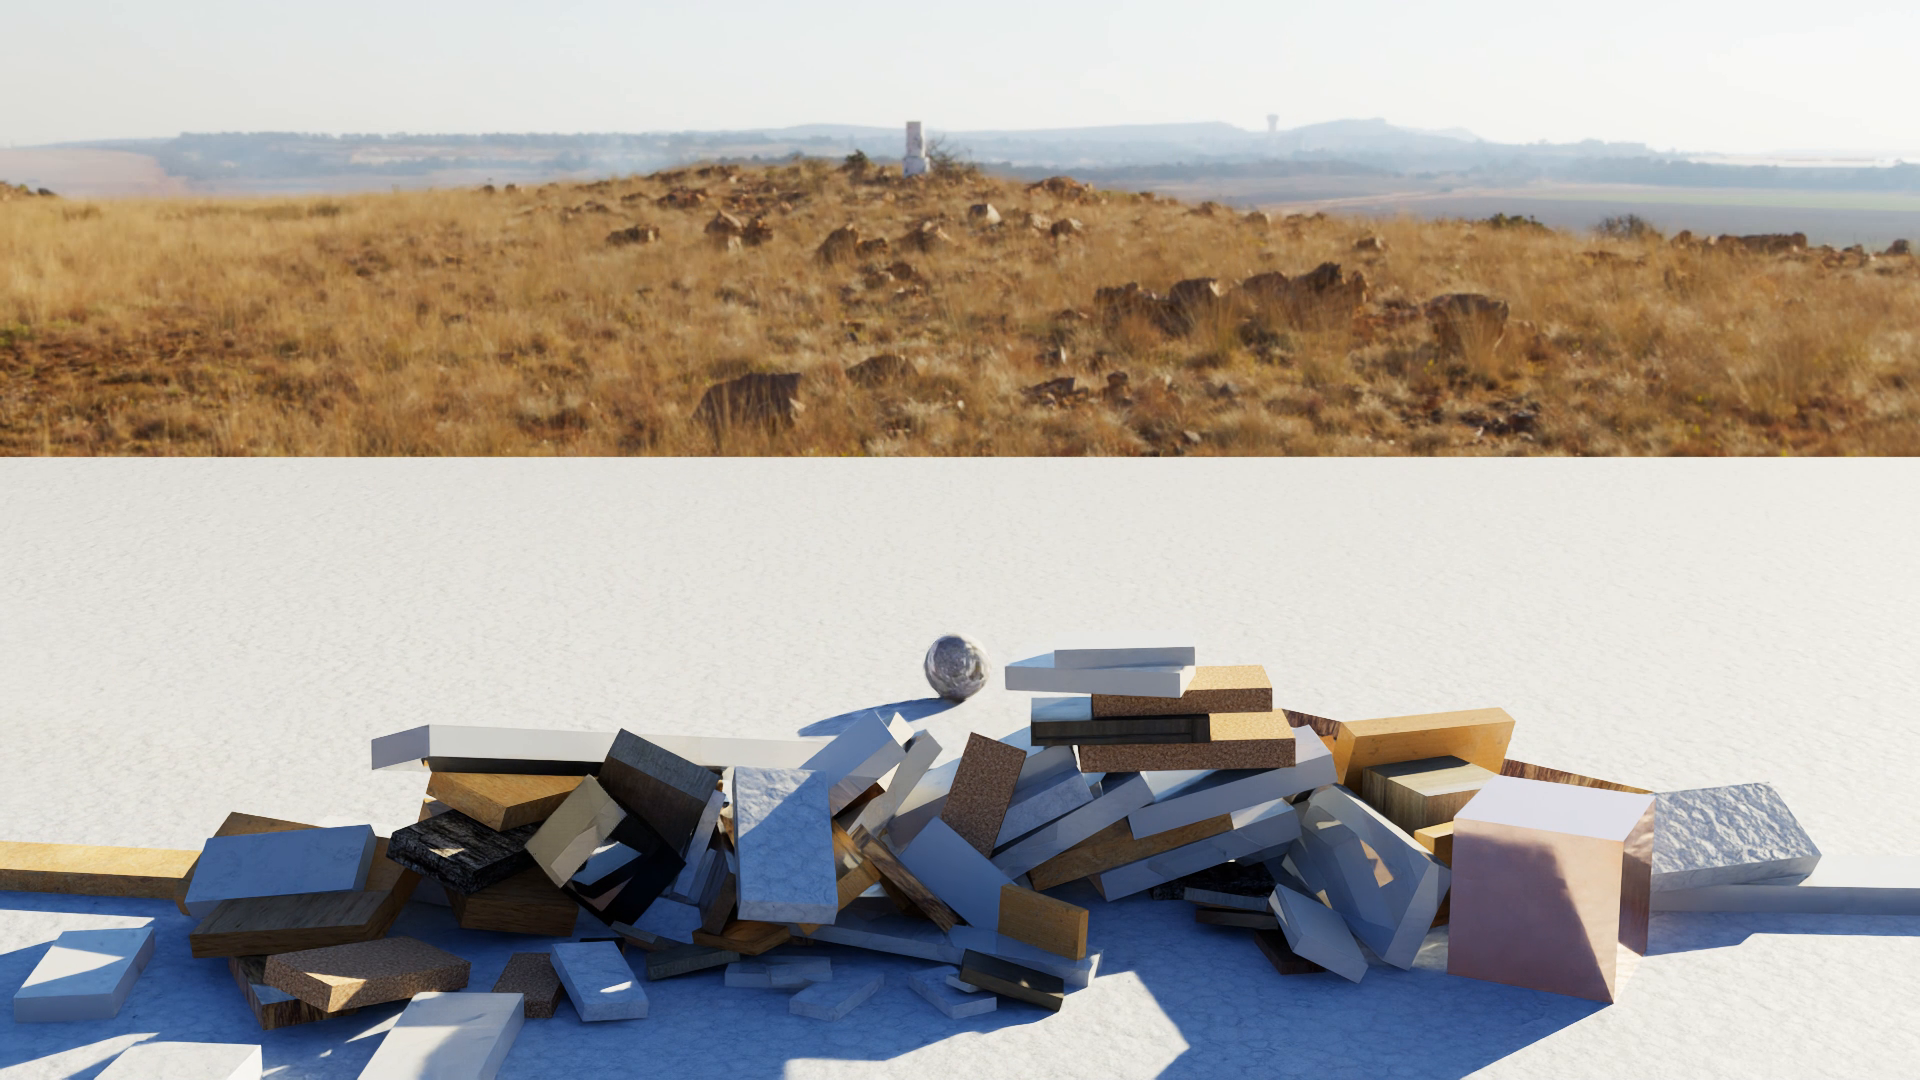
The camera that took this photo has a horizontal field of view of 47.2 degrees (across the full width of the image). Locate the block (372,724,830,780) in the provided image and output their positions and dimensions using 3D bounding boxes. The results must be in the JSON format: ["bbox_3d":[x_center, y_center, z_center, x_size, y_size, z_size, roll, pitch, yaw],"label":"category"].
[{"bbox_3d":[-0.550,0.369,3.746,0.910,0.049,0.173,8,-17,-44],"label":"block"}]

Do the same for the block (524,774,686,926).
[{"bbox_3d":[-0.564,0.500,3.498,0.152,0.152,0.152,47,-9,-37],"label":"block"}]

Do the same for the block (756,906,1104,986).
[{"bbox_3d":[-0.060,0.612,3.382,0.553,0.026,0.091,7,12,16],"label":"block"}]

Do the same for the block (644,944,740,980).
[{"bbox_3d":[-0.406,0.631,3.328,0.137,0.019,0.068,-11,9,-11],"label":"block"}]

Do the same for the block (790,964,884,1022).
[{"bbox_3d":[-0.180,0.663,3.220,0.074,0.021,0.148,5,12,26],"label":"block"}]

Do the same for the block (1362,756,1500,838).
[{"bbox_3d":[0.809,0.486,3.724,0.184,0.184,0.184,-5,11,-23],"label":"block"}]

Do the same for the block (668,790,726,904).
[{"bbox_3d":[-0.430,0.506,3.574,0.026,0.186,0.093,22,-31,-6],"label":"block"}]

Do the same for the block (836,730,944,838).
[{"bbox_3d":[-0.175,0.458,3.649,0.165,0.047,0.330,-24,21,50],"label":"block"}]

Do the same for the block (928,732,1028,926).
[{"bbox_3d":[0.012,0.465,3.517,0.095,0.301,0.027,19,-10,8],"label":"block"}]

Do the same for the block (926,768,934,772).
[{"bbox_3d":[-0.217,0.461,4.042,0.347,0.049,0.173,-2,-11,-5],"label":"block"}]

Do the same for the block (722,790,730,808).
[{"bbox_3d":[-0.478,0.464,4.005,0.091,0.026,0.182,6,6,-14],"label":"block"}]

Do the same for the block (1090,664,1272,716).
[{"bbox_3d":[0.360,0.246,3.608,0.287,0.041,0.144,-2,12,1],"label":"block"}]

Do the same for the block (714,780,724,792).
[{"bbox_3d":[-0.477,0.438,4.037,0.067,0.019,0.134,6,6,-14],"label":"block"}]

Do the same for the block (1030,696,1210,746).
[{"bbox_3d":[0.260,0.294,3.595,0.287,0.041,0.144,-1,12,3],"label":"block"}]

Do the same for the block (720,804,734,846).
[{"bbox_3d":[-0.324,0.451,3.507,0.095,0.027,0.190,-38,21,-4],"label":"block"}]

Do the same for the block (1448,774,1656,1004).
[{"bbox_3d":[0.902,0.524,3.347,0.247,0.247,0.247,5,12,27],"label":"block"}]

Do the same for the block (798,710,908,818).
[{"bbox_3d":[-0.229,0.403,3.553,0.297,0.041,0.144,-39,21,-4],"label":"block"}]

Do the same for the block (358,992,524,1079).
[{"bbox_3d":[-0.701,0.694,2.987,0.153,0.043,0.307,0,11,1],"label":"block"}]

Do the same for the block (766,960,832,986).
[{"bbox_3d":[-0.238,0.640,3.250,0.090,0.013,0.045,-3,11,-14],"label":"block"}]

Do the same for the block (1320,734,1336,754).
[{"bbox_3d":[0.575,0.430,3.907,0.119,0.034,0.239,-10,-31,-20],"label":"block"}]

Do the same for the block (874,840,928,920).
[{"bbox_3d":[-0.107,0.532,3.472,0.151,0.021,0.076,52,9,33],"label":"block"}]

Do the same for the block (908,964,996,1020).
[{"bbox_3d":[-0.012,0.662,3.226,0.071,0.020,0.142,-6,12,-27],"label":"block"}]

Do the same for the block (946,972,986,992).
[{"bbox_3d":[0.025,0.645,3.223,0.045,0.013,0.090,14,6,39],"label":"block"}]

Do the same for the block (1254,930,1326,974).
[{"bbox_3d":[0.507,0.633,3.386,0.069,0.020,0.139,-2,11,-9],"label":"block"}]

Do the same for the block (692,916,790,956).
[{"bbox_3d":[-0.332,0.599,3.331,0.142,0.020,0.071,0,12,43],"label":"block"}]

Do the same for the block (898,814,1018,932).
[{"bbox_3d":[0.002,0.533,3.470,0.190,0.095,0.027,39,-14,11],"label":"block"}]

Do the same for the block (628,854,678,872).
[{"bbox_3d":[-0.474,0.557,3.772,0.095,0.027,0.190,-10,14,-43],"label":"block"}]

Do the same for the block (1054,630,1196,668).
[{"bbox_3d":[0.266,0.177,3.577,0.225,0.032,0.112,-1,12,2],"label":"block"}]

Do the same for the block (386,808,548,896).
[{"bbox_3d":[-0.765,0.485,3.534,0.153,0.043,0.307,22,13,17],"label":"block"}]

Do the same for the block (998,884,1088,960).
[{"bbox_3d":[0.126,0.580,3.343,0.151,0.076,0.021,12,14,38],"label":"block"}]

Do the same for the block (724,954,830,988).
[{"bbox_3d":[-0.273,0.648,3.301,0.148,0.021,0.074,1,11,4],"label":"block"}]

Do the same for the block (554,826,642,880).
[{"bbox_3d":[-0.608,0.522,3.790,0.186,0.026,0.093,-29,20,-33],"label":"block"}]

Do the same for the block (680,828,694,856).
[{"bbox_3d":[-0.461,0.524,3.730,0.014,0.050,0.101,24,5,-11],"label":"block"}]

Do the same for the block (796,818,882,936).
[{"bbox_3d":[-0.233,0.511,3.460,0.144,0.041,0.288,-38,21,-8],"label":"block"}]

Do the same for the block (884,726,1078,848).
[{"bbox_3d":[0.032,0.398,3.672,0.330,0.047,0.165,-25,11,4],"label":"block"}]

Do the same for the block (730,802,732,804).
[{"bbox_3d":[-0.524,0.484,4.011,0.203,0.027,0.095,4,7,-30],"label":"block"}]

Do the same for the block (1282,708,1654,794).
[{"bbox_3d":[0.997,0.432,4.316,0.831,0.034,0.119,10,-6,44],"label":"block"}]

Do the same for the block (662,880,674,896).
[{"bbox_3d":[-0.534,0.537,3.767,0.050,0.014,0.387,-4,11,-22],"label":"block"}]

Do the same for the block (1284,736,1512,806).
[{"bbox_3d":[0.779,0.409,3.938,0.429,0.032,0.113,-9,-31,-21],"label":"block"}]

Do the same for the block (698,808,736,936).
[{"bbox_3d":[-0.392,0.522,3.529,0.027,0.095,0.459,25,2,-11],"label":"block"}]

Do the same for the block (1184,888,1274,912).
[{"bbox_3d":[0.439,0.586,3.561,0.139,0.020,0.069,5,-13,25],"label":"block"}]

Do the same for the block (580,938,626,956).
[{"bbox_3d":[-0.550,0.640,3.349,0.068,0.019,0.137,-1,11,-4],"label":"block"}]

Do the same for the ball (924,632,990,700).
[{"bbox_3d":[-0.005,0.282,4.918,0.149,0.149,0.149,0,11,0],"label":"ball"}]
